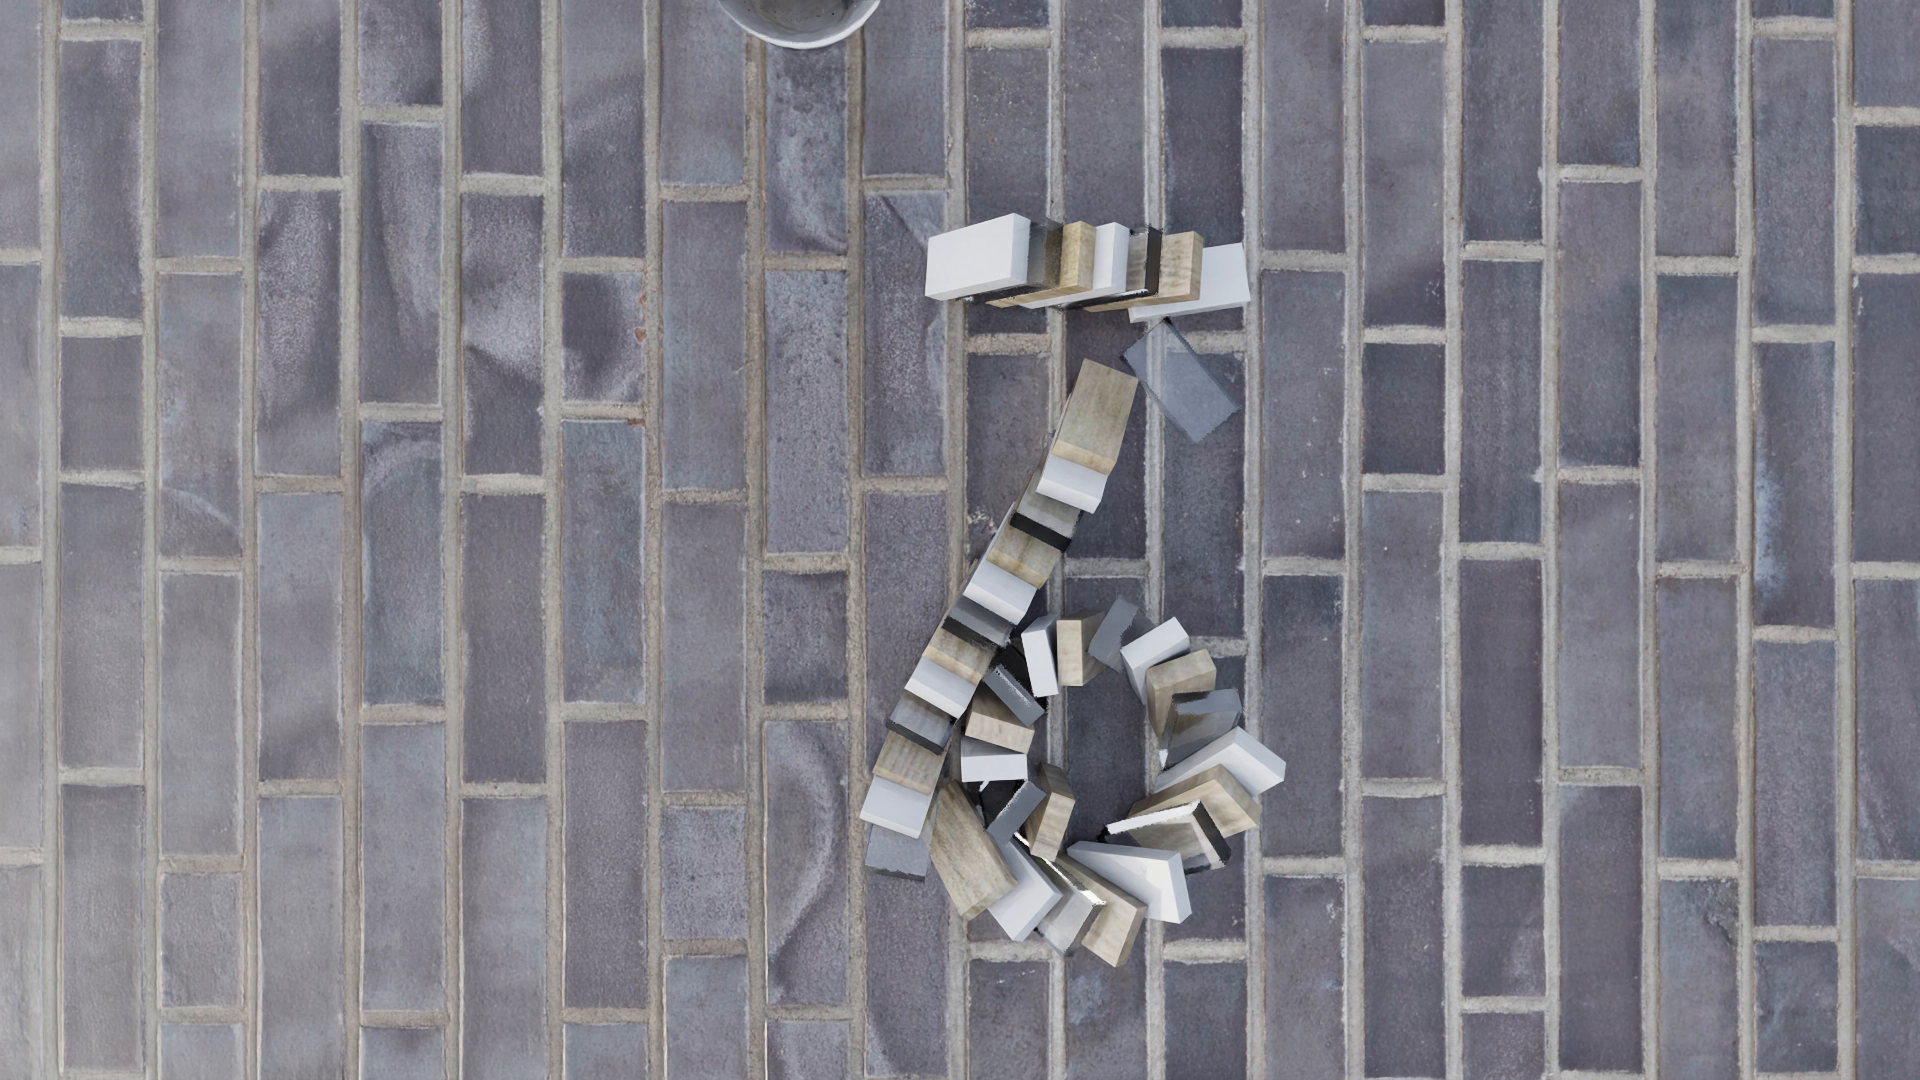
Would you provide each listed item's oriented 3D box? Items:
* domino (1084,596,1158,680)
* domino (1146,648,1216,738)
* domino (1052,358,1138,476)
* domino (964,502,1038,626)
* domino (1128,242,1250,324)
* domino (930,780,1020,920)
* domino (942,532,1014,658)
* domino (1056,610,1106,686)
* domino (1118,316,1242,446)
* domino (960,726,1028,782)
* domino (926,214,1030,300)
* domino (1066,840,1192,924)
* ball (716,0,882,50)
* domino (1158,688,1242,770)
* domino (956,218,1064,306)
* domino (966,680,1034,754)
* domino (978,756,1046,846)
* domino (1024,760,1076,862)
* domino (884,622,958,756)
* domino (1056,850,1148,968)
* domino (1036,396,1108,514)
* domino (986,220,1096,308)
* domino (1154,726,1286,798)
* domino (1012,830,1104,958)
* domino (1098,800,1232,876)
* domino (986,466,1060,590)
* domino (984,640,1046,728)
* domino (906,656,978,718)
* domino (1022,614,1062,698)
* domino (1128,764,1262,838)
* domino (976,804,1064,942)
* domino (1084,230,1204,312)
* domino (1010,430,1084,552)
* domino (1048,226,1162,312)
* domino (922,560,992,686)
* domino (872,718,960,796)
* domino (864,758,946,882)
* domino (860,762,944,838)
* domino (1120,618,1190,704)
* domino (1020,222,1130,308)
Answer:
[{"bbox_3d":[0.068,0.041,0.375,0.010,0.050,0.025,31,88,27],"label":"domino"},{"bbox_3d":[0.091,0.064,0.377,0.025,0.050,0.009,-19,55,0],"label":"domino"},{"bbox_3d":[0.057,-0.052,0.382,0.025,0.010,0.050,21,55,0],"label":"domino"},{"bbox_3d":[0.023,0.009,0.380,0.025,0.009,0.050,30,50,0],"label":"domino"},{"bbox_3d":[0.097,-0.111,0.395,0.050,0.010,0.025,-9,90,0],"label":"domino"},{"bbox_3d":[0.001,0.128,0.380,0.025,0.010,0.050,-37,48,0],"label":"domino"},{"bbox_3d":[0.014,0.022,0.379,0.025,0.009,0.050,30,50,0],"label":"domino"},{"bbox_3d":[0.050,0.043,0.375,0.010,0.050,0.025,-1,90,19],"label":"domino"},{"bbox_3d":[0.095,-0.068,0.395,0.025,0.010,0.050,-40,90,0],"label":"domino"},{"bbox_3d":[0.013,0.086,0.375,0.025,0.050,0.009,-3,92,0],"label":"domino"},{"bbox_3d":[0.006,-0.116,0.379,0.010,0.050,0.025,4,90,-44],"label":"domino"},{"bbox_3d":[0.069,0.141,0.379,0.050,0.009,0.025,-11,90,44],"label":"domino"},{"bbox_3d":[-0.065,-0.238,0.360,0.080,0.080,0.080,0,90,0],"label":"ball"},{"bbox_3d":[0.098,0.079,0.378,0.025,0.050,0.010,-5,51,0],"label":"domino"},{"bbox_3d":[0.020,-0.114,0.379,0.010,0.050,0.025,4,90,-44],"label":"domino"},{"bbox_3d":[0.016,0.071,0.375,0.025,0.050,0.009,17,96,0],"label":"domino"},{"bbox_3d":[0.020,0.103,0.375,0.009,0.050,0.025,39,90,-3],"label":"domino"},{"bbox_3d":[0.036,0.110,0.375,0.009,0.050,0.025,19,90,0],"label":"domino"},{"bbox_3d":[-0.009,0.061,0.382,0.025,0.010,0.050,28,55,0],"label":"domino"},{"bbox_3d":[0.050,0.150,0.380,0.050,0.010,0.025,22,93,39],"label":"domino"},{"bbox_3d":[0.051,-0.037,0.382,0.025,0.009,0.050,21,55,0],"label":"domino"},{"bbox_3d":[0.033,-0.113,0.379,0.010,0.050,0.025,4,90,-44],"label":"domino"},{"bbox_3d":[0.107,0.098,0.379,0.025,0.009,0.050,37,131,-4],"label":"domino"},{"bbox_3d":[0.033,0.145,0.381,0.050,0.009,0.025,32,91,38],"label":"domino"},{"bbox_3d":[0.084,0.127,0.380,0.050,0.010,0.025,-32,90,39],"label":"domino"},{"bbox_3d":[0.032,-0.006,0.381,0.025,0.010,0.050,29,52,0],"label":"domino"},{"bbox_3d":[0.023,0.057,0.375,0.010,0.050,0.025,-43,90,8],"label":"domino"},{"bbox_3d":[0.000,0.046,0.380,0.025,0.009,0.050,30,50,0],"label":"domino"},{"bbox_3d":[0.036,0.046,0.375,0.009,0.050,0.025,-12,90,12],"label":"domino"},{"bbox_3d":[0.096,0.114,0.380,0.025,0.009,0.050,48,130,-1],"label":"domino"},{"bbox_3d":[0.016,0.138,0.381,0.025,0.009,0.050,-49,52,0],"label":"domino"},{"bbox_3d":[0.075,-0.111,0.381,0.050,0.010,0.025,4,90,38],"label":"domino"},{"bbox_3d":[0.041,-0.021,0.381,0.025,0.010,0.050,27,54,0],"label":"domino"},{"bbox_3d":[0.059,-0.111,0.379,0.009,0.050,0.025,4,90,-44],"label":"domino"},{"bbox_3d":[0.006,0.033,0.380,0.025,0.009,0.050,30,50,0],"label":"domino"},{"bbox_3d":[-0.015,0.078,0.382,0.025,0.010,0.050,23,55,0],"label":"domino"},{"bbox_3d":[-0.023,0.114,0.381,0.025,0.010,0.050,10,55,1],"label":"domino"},{"bbox_3d":[-0.021,0.095,0.382,0.025,0.010,0.050,19,55,1],"label":"domino"},{"bbox_3d":[0.081,0.051,0.376,0.025,0.050,0.009,-31,60,0],"label":"domino"},{"bbox_3d":[0.046,-0.112,0.379,0.009,0.050,0.025,4,90,-44],"label":"domino"}]
